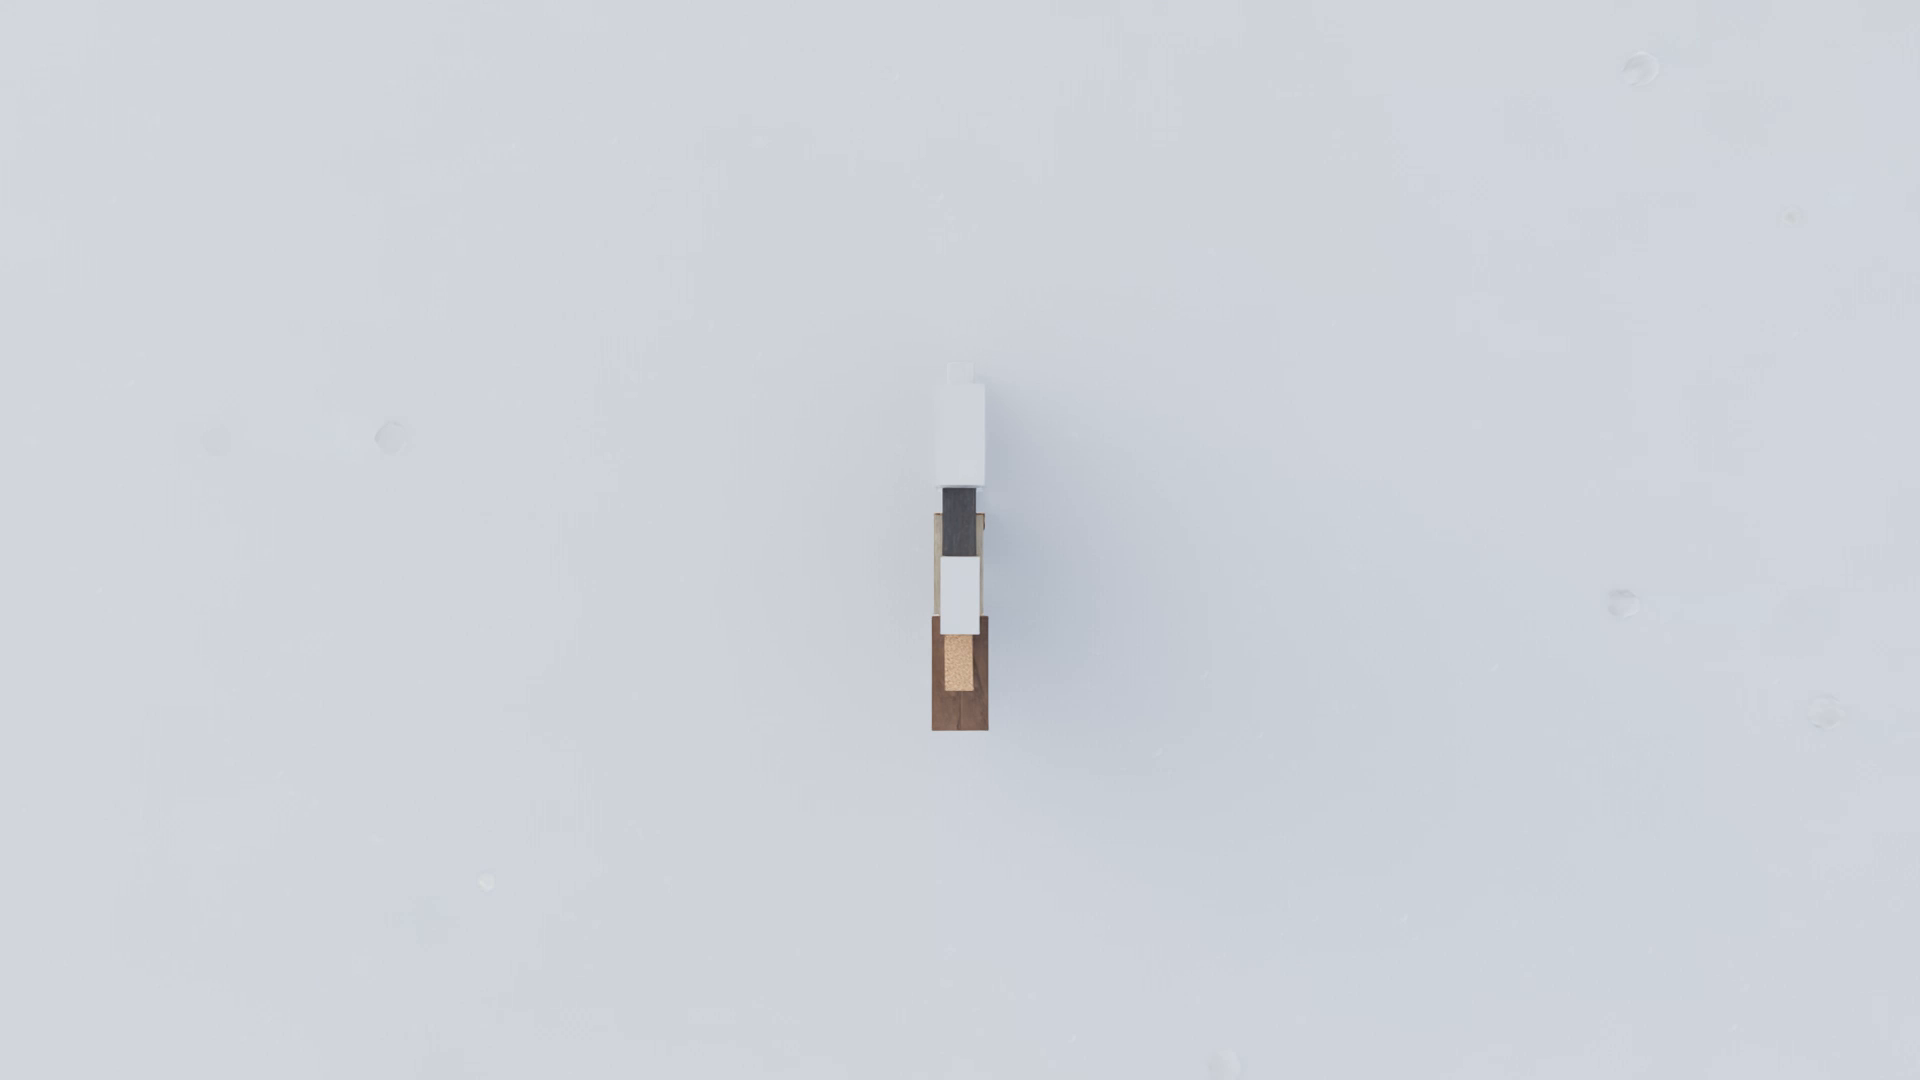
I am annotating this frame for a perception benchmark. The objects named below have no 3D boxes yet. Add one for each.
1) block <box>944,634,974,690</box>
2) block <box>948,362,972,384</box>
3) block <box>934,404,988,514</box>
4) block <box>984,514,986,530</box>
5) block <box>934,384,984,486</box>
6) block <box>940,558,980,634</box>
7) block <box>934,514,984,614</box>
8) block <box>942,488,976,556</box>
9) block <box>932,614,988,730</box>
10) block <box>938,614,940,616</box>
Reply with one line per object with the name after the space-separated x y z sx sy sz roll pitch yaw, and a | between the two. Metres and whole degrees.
-0.003 0.344 4.632 0.078 0.022 0.156 -1 90 0 | block
0.000 -0.475 5.163 0.079 0.022 0.158 0 90 0 | block
0.004 -0.235 4.802 0.157 0.044 0.313 0 90 0 | block
-0.001 -0.190 5.160 0.159 0.045 0.318 0 90 0 | block
-0.001 -0.286 4.487 0.137 0.039 0.274 0 90 0 | block
0.000 0.154 4.571 0.107 0.030 0.213 0 90 0 | block
-0.004 0.071 4.828 0.144 0.041 0.289 0 90 0 | block
-0.002 -0.050 4.579 0.094 0.027 0.187 0 90 0 | block
0.001 0.387 4.823 0.167 0.047 0.334 0 90 0 | block
0.003 0.360 5.200 0.140 0.040 0.280 0 90 0 | block
